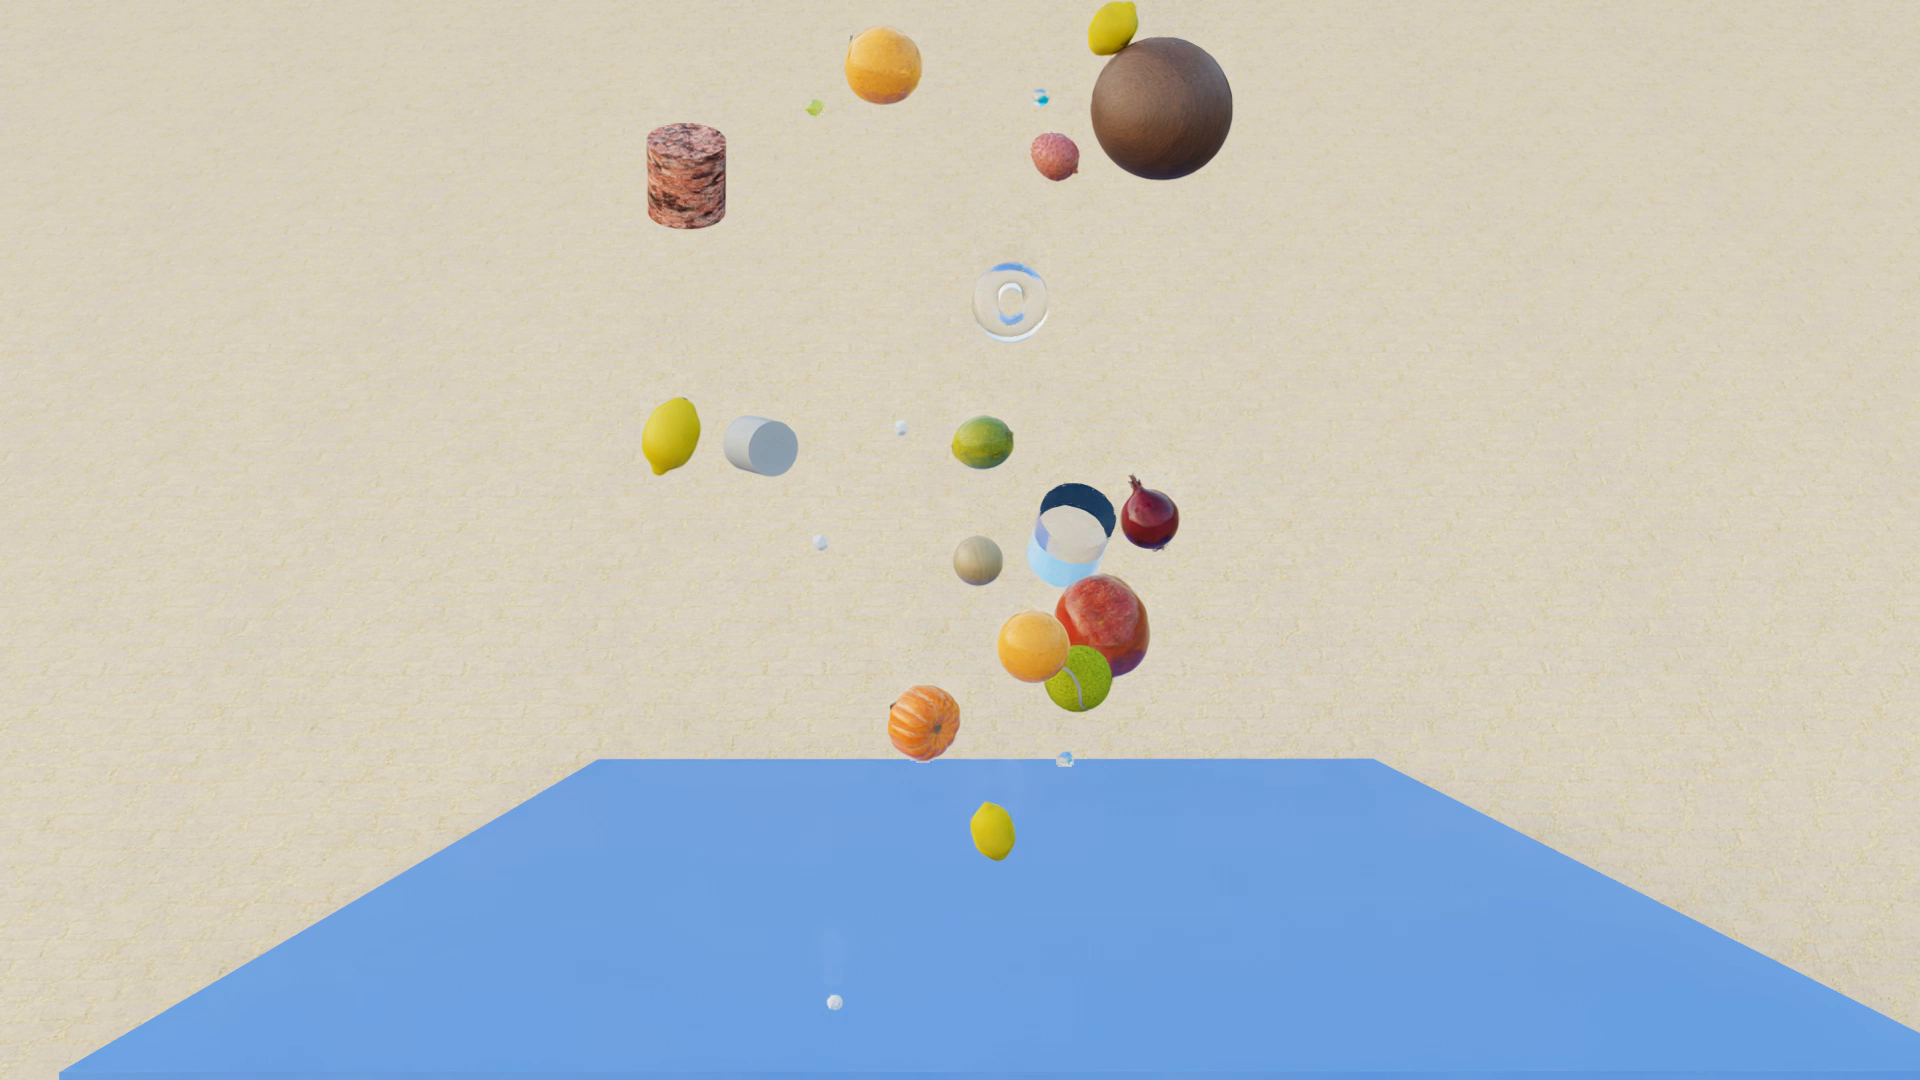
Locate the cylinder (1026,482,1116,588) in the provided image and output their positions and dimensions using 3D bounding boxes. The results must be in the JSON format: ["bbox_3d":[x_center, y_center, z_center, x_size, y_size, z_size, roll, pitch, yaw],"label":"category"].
[{"bbox_3d":[0.124,-0.005,2.898,0.086,0.086,0.086,5,57,-8],"label":"cylinder"}]

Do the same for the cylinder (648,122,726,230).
[{"bbox_3d":[-0.248,-0.330,2.350,0.071,0.071,0.071,3,35,-2],"label":"cylinder"}]

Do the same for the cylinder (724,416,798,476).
[{"bbox_3d":[-0.206,-0.097,2.668,0.057,0.057,0.057,-19,18,-28],"label":"cylinder"}]

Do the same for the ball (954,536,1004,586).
[{"bbox_3d":[0.019,0.022,2.752,0.054,0.054,0.054,0,31,0],"label":"ball"}]

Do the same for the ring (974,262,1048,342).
[{"bbox_3d":[0.047,-0.221,2.405,0.076,0.076,0.025,-18,3,-28],"label":"ring"}]

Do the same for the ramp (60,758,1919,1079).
[{"bbox_3d":[0.068,0.607,4.673,2.000,0.100,4.000,0,0,0],"label":"ramp"}]
